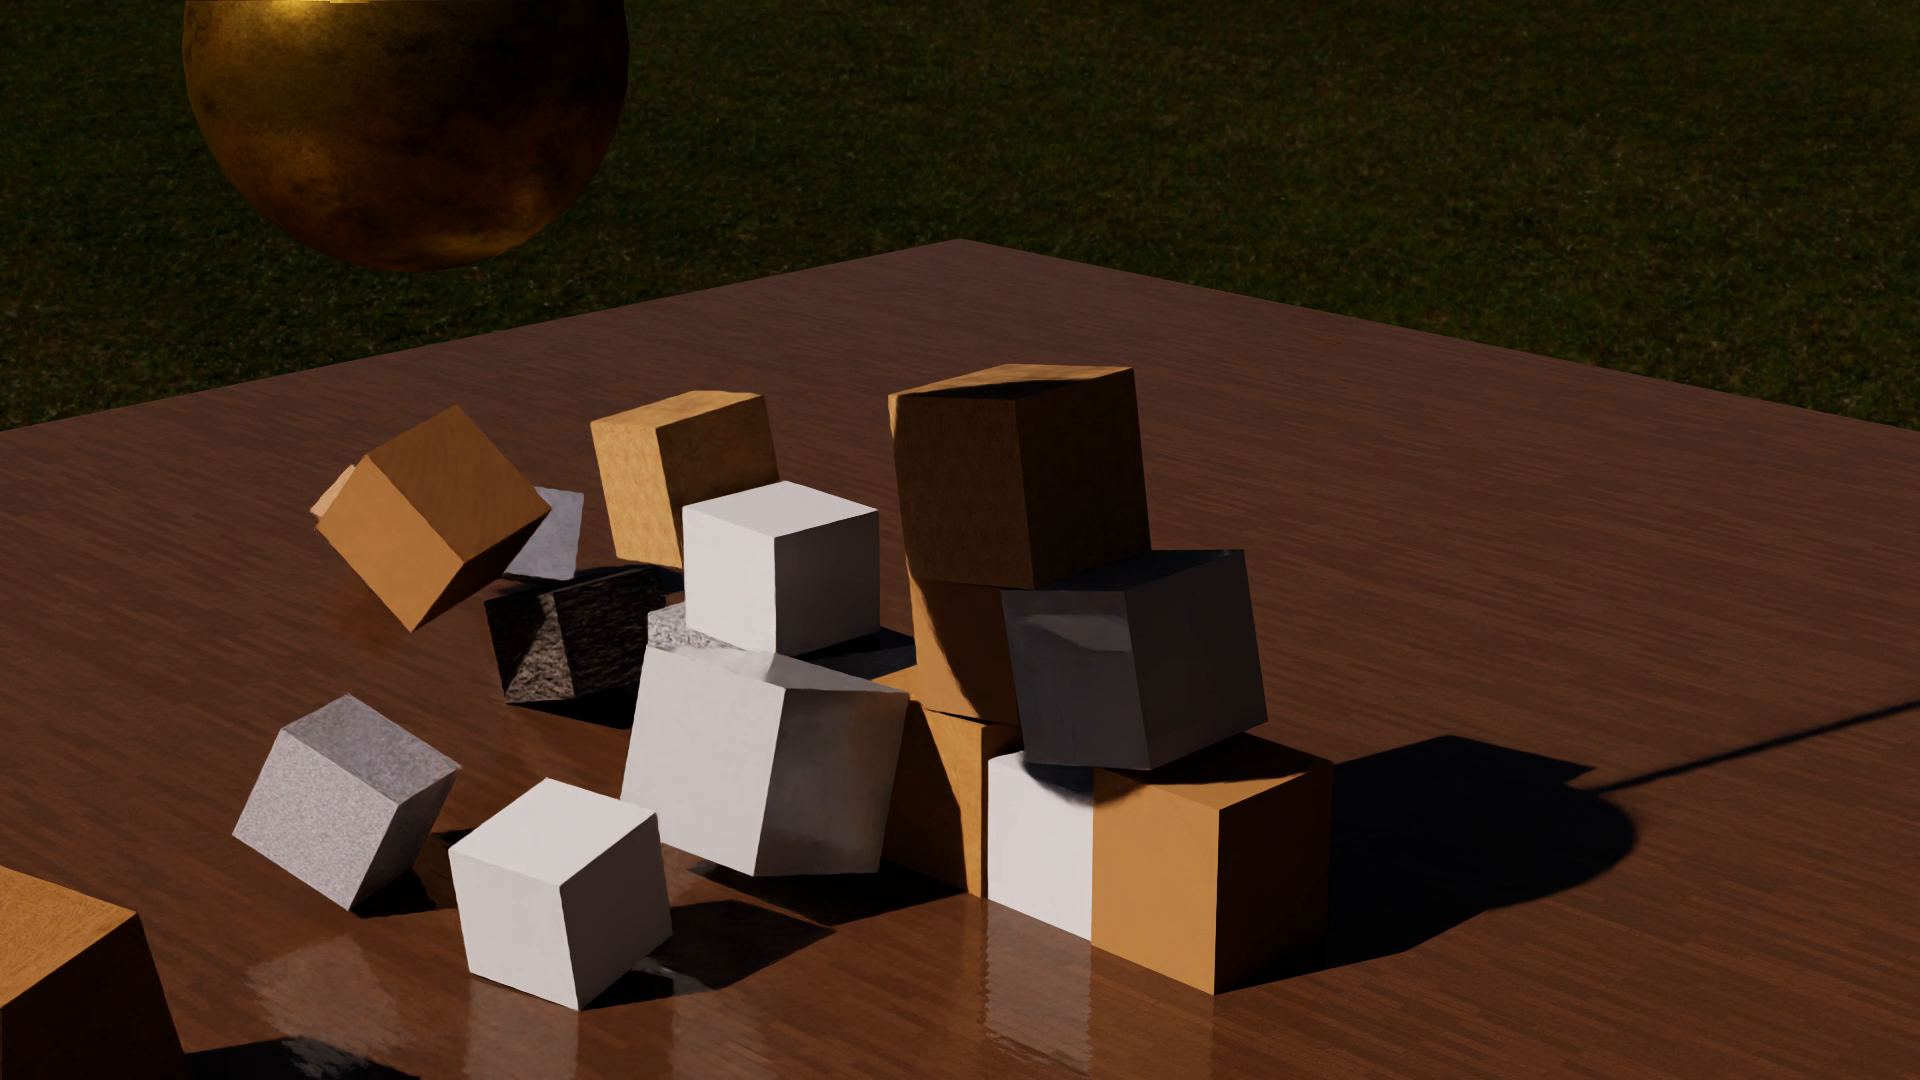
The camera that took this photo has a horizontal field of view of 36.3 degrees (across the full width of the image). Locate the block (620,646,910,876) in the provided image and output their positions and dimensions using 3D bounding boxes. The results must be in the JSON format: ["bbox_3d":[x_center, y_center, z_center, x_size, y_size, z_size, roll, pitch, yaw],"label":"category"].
[{"bbox_3d":[-0.893,0.989,13.241,0.919,0.831,0.786,14,6,42],"label":"block"}]

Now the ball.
[{"bbox_3d":[-2.007,-1.775,10.680,1.600,1.600,1.600,0,17,0],"label":"ball"}]

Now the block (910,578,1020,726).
[{"bbox_3d":[0.243,0.410,13.165,0.593,0.617,0.671,7,17,43],"label":"block"}]

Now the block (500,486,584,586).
[{"bbox_3d":[-2.534,-0.032,17.142,0.502,0.517,0.560,8,-6,-19],"label":"block"}]

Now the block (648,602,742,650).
[{"bbox_3d":[-1.044,0.740,14.693,0.693,0.777,0.761,-17,24,-42],"label":"block"}]

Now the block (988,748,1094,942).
[{"bbox_3d":[0.610,1.286,13.134,0.728,0.670,0.643,-17,24,-42],"label":"block"}]

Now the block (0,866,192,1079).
[{"bbox_3d":[-3.506,1.835,10.854,0.819,0.812,0.797,11,33,34],"label":"block"}]

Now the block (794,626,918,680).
[{"bbox_3d":[-0.502,0.924,14.147,0.811,0.754,0.816,-17,24,-42],"label":"block"}]

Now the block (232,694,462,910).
[{"bbox_3d":[-2.754,1.170,13.199,0.635,0.581,0.612,31,19,9],"label":"block"}]

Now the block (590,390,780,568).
[{"bbox_3d":[-1.354,-0.316,14.713,0.662,0.712,0.591,-20,17,-36],"label":"block"}]

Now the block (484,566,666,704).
[{"bbox_3d":[-2.000,0.503,15.507,0.667,0.557,0.691,-15,5,-39],"label":"block"}]

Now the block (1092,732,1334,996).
[{"bbox_3d":[1.083,1.353,12.641,0.697,0.838,0.756,17,24,42],"label":"block"}]

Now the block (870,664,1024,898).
[{"bbox_3d":[0.065,1.064,13.593,0.700,0.820,0.789,-17,24,-42],"label":"block"}]

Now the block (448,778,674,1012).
[{"bbox_3d":[-1.679,1.487,12.384,0.606,0.619,0.631,13,32,31],"label":"block"}]

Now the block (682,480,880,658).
[{"bbox_3d":[-0.868,0.141,14.273,0.657,0.618,0.695,-16,23,-41],"label":"block"}]

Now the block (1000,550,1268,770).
[{"bbox_3d":[0.760,0.504,12.720,0.709,0.768,0.805,-1,12,45],"label":"block"}]

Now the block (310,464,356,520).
[{"bbox_3d":[-3.641,-0.170,17.819,0.379,0.363,0.368,-50,32,-13],"label":"block"}]

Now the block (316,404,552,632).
[{"bbox_3d":[-2.751,-0.116,15.341,0.758,0.659,0.717,47,40,5],"label":"block"}]

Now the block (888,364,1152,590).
[{"bbox_3d":[0.266,-0.296,12.951,0.766,0.824,0.775,5,16,44],"label":"block"}]
